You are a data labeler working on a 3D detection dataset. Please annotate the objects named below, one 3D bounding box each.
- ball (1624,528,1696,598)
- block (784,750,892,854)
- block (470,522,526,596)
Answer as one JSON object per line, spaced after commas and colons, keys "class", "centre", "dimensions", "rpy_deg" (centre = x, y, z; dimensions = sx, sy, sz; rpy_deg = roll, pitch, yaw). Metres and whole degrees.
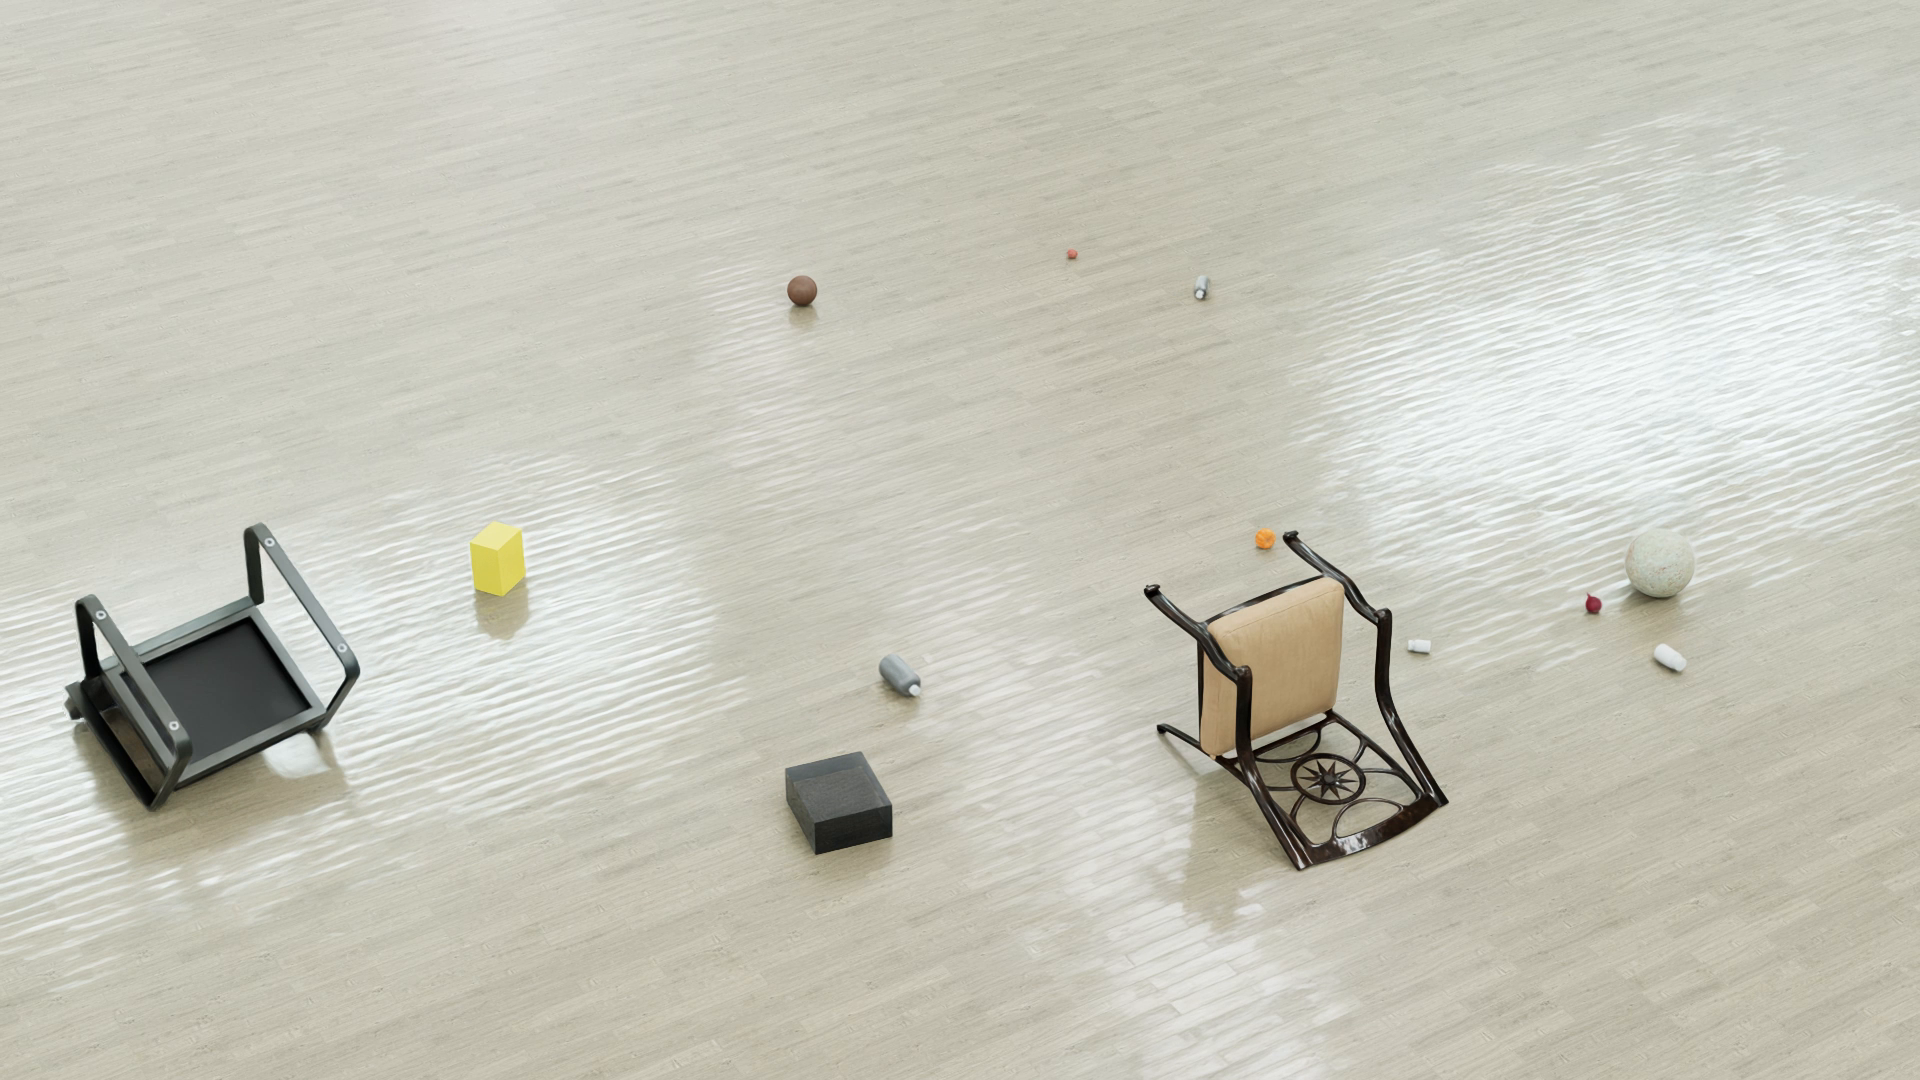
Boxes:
{"class": "ball", "centre": [2.530, 0.083, 10.592], "dimensions": [0.249, 0.249, 0.249], "rpy_deg": [0, 33, 0]}
{"class": "block", "centre": [-0.394, 0.853, 9.529], "dimensions": [0.264, 0.133, 0.302], "rpy_deg": [-12, 35, -17]}
{"class": "block", "centre": [-1.680, 0.068, 10.657], "dimensions": [0.121, 0.202, 0.157], "rpy_deg": [15, 36, 21]}
